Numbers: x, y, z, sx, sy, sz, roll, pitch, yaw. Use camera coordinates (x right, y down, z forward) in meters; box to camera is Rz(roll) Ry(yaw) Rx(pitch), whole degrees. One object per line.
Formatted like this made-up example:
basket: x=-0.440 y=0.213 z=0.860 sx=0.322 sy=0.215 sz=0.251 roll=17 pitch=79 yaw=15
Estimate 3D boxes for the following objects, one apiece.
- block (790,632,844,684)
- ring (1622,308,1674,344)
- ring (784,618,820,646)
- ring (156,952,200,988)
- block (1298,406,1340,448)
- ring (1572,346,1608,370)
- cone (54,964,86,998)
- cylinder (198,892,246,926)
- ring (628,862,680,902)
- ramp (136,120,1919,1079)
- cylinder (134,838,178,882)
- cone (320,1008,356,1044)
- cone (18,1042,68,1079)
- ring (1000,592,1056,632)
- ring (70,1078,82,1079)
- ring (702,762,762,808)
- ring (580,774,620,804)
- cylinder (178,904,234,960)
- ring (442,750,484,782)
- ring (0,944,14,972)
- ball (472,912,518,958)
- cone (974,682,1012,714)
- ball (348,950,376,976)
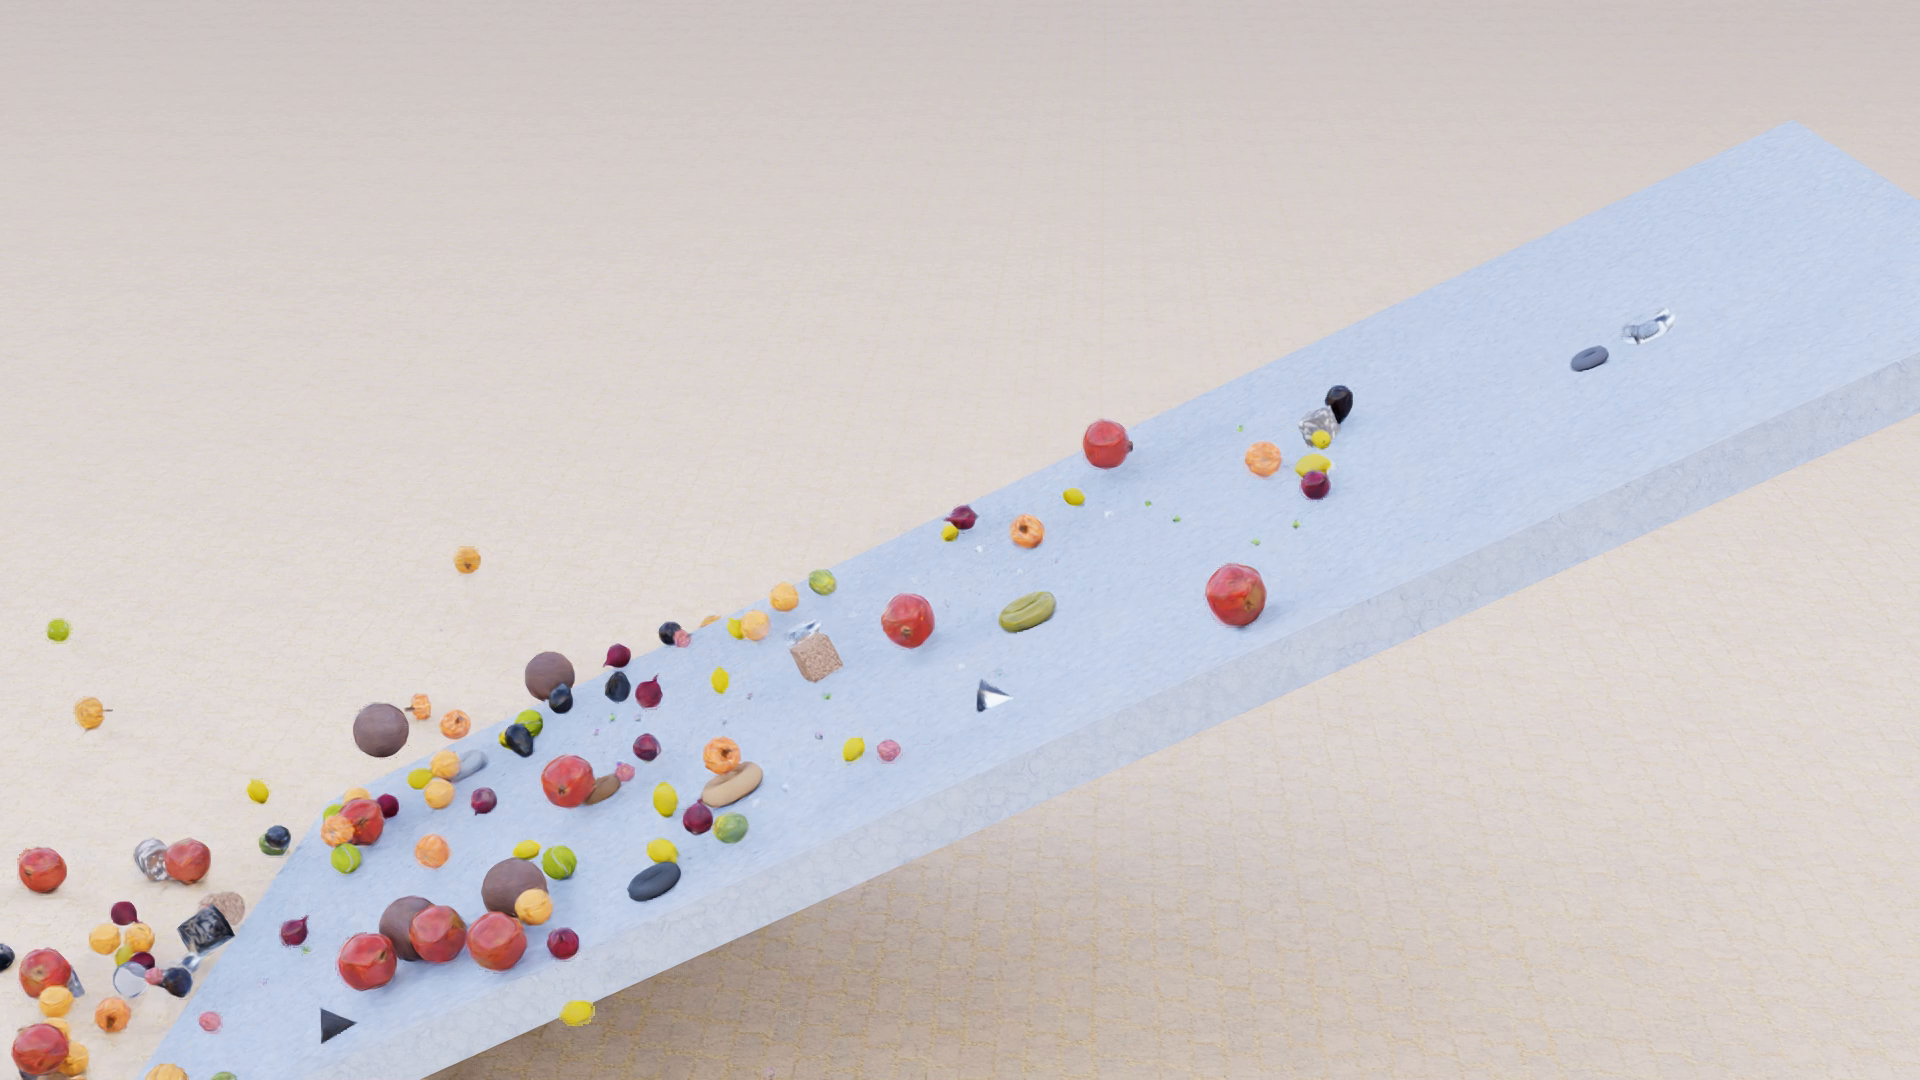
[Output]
block: x=-0.315 y=0.257 z=6.437 sx=0.076 sy=0.076 sz=0.076 roll=-31 pitch=14 yaw=-16
ring: x=1.366 y=-0.424 z=5.840 sx=0.111 sy=0.037 sz=0.111 roll=-27 pitch=12 yaw=6
ring: x=-0.363 y=0.213 z=6.792 sx=0.093 sy=0.031 sz=0.093 roll=-27 pitch=13 yaw=7
ring: x=-1.771 y=0.974 z=6.662 sx=0.112 sy=0.037 sz=0.112 roll=-27 pitch=13 yaw=6
block: x=0.765 y=-0.242 z=6.267 sx=0.058 sy=0.058 sz=0.058 roll=-17 pitch=17 yaw=36
ring: x=1.252 y=-0.361 z=5.849 sx=0.077 sy=0.026 sz=0.077 roll=-25 pitch=15 yaw=7
cone: x=-2.014 y=0.991 z=6.653 sx=0.071 sy=0.071 sz=0.071 roll=4 pitch=8 yaw=-1
cylinder: x=-1.723 y=0.863 z=6.858 sx=0.082 sy=0.082 sz=0.082 roll=-15 pitch=0 yaw=-41
ring: x=-0.580 y=0.648 z=5.577 sx=0.108 sy=0.036 sz=0.108 roll=-24 pitch=14 yaw=7
ramp: x=0.138 y=0.168 z=6.281 sx=4.000 sy=0.100 sz=2.000 roll=-25 pitch=14 yaw=10
cylinder: x=-2.000 y=0.795 z=7.311 sx=0.084 sy=0.084 sz=0.084 roll=-10 pitch=19 yaw=-30
cone: x=-1.203 y=0.938 z=5.697 sx=0.069 sy=0.069 sz=0.069 roll=-3 pitch=17 yaw=-13
cone: x=-1.935 y=1.100 z=6.230 sx=0.092 sy=0.092 sz=0.092 roll=-11 pitch=17 yaw=-1
ring: x=0.139 y=0.147 z=6.050 sx=0.128 sy=0.043 sz=0.128 roll=-25 pitch=15 yaw=7
ring: x=-1.866 y=1.157 z=6.186 sx=0.078 sy=0.026 sz=0.078 roll=0 pitch=17 yaw=0
ring: x=-0.458 y=0.492 z=5.905 sx=0.134 sy=0.045 sz=0.134 roll=-26 pitch=12 yaw=6
ring: x=-0.779 y=0.540 z=6.365 sx=0.098 sy=0.033 sz=0.098 roll=-25 pitch=12 yaw=6
cylinder: x=-1.725 y=0.896 z=6.725 sx=0.091 sy=0.091 sz=0.091 roll=-35 pitch=32 yaw=-26
ring: x=-1.207 y=0.549 z=7.144 sx=0.115 sy=0.038 sz=0.115 roll=-25 pitch=14 yaw=7
ring: x=-2.252 y=0.968 z=6.804 sx=0.123 sy=0.041 sz=0.123 roll=1 pitch=17 yaw=0
ball: x=-0.894 y=0.760 z=5.646 sx=0.088 sy=0.088 sz=0.088 roll=0 pitch=16 yaw=0
cone: x=0.071 y=0.300 z=5.636 sx=0.067 sy=0.067 sz=0.067 roll=-12 pitch=12 yaw=21
ball: x=-1.213 y=0.858 z=5.967 sx=0.053 sy=0.053 sz=0.053 roll=0 pitch=16 yaw=0
